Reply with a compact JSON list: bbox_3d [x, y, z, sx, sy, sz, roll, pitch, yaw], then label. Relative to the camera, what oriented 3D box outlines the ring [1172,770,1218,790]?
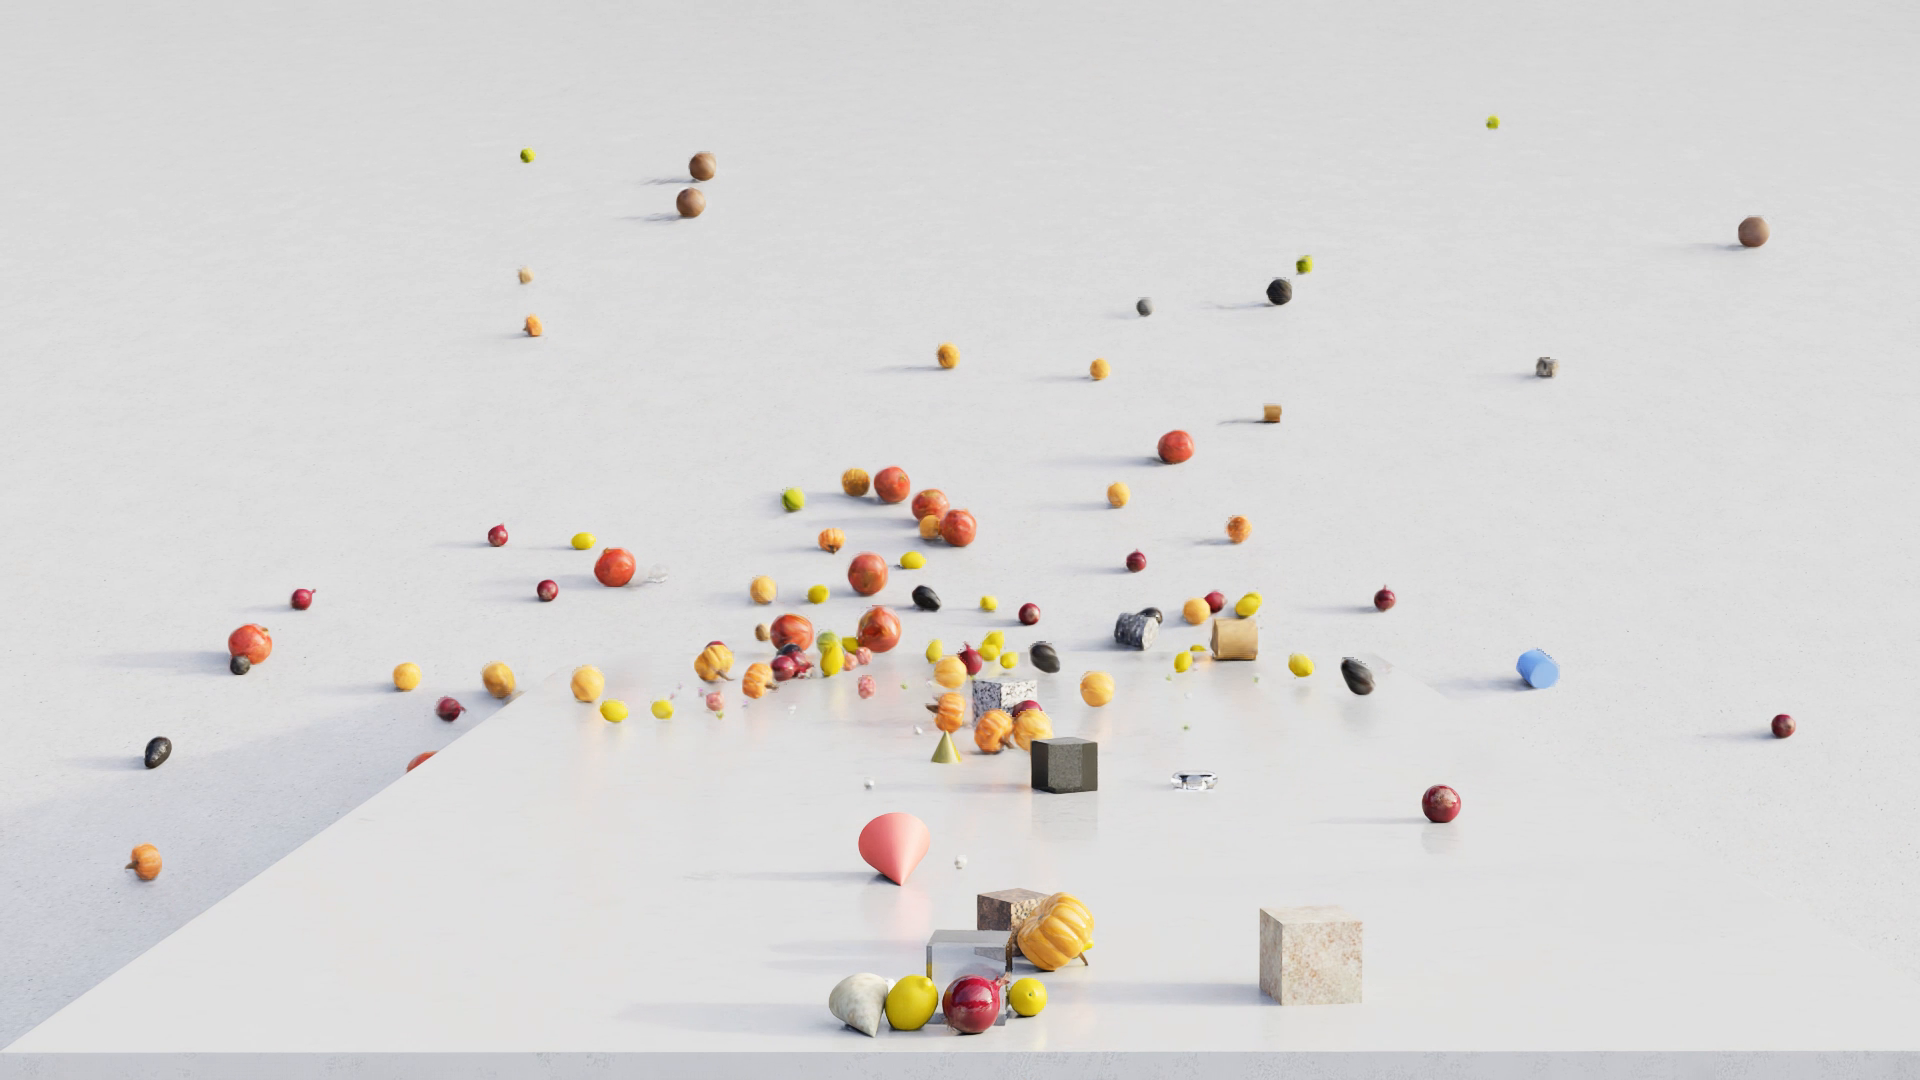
[{"bbox_3d":[0.388,0.397,4.252,0.078,0.026,0.078,-1,3,0],"label":"ring"}]

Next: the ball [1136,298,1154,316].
[{"bbox_3d":[0.701,-0.879,9.712,0.068,0.068,0.068,0,21,0],"label":"ball"}]

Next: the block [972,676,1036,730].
[{"bbox_3d":[0.088,0.320,5.053,0.090,0.090,0.090,-3,4,-39],"label":"block"}]

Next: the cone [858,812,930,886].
[{"bbox_3d":[-0.083,0.433,3.432,0.098,0.098,0.098,-2,30,-6],"label":"cone"}]

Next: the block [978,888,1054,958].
[{"bbox_3d":[0.065,0.446,2.999,0.064,0.064,0.064,-2,4,-38],"label":"block"}]

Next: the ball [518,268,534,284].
[{"bbox_3d":[-1.713,-1.044,10.146,0.063,0.063,0.063,0,21,0],"label":"ball"}]

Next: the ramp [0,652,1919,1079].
[{"bbox_3d":[0.049,0.444,4.532,2.000,0.100,4.000,0,3,0],"label":"ramp"}]

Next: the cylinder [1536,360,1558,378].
[{"bbox_3d":[2.055,-0.601,9.001,0.059,0.059,0.059,11,24,26],"label":"cylinder"}]

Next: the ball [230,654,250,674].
[{"bbox_3d":[-1.856,0.321,6.625,0.052,0.052,0.052,0,21,0],"label":"ball"}]

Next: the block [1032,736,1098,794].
[{"bbox_3d":[0.172,0.371,4.229,0.080,0.080,0.080,-2,4,-29],"label":"block"}]

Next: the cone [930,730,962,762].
[{"bbox_3d":[-0.025,0.364,4.566,0.057,0.057,0.057,0,3,0],"label":"cone"}]

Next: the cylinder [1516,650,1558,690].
[{"bbox_3d":[1.474,0.331,6.562,0.077,0.077,0.077,-6,23,-15],"label":"cylinder"}]

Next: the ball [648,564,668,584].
[{"bbox_3d":[-0.847,0.095,7.204,0.056,0.056,0.056,0,21,0],"label":"ball"}]

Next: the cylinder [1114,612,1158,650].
[{"bbox_3d":[0.466,0.239,6.793,0.084,0.084,0.084,13,24,29],"label":"cylinder"}]

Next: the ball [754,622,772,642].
[{"bbox_3d":[-0.522,0.245,6.824,0.051,0.051,0.051,0,21,0],"label":"ball"}]

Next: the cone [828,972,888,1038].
[{"bbox_3d":[-0.095,0.485,2.611,0.064,0.064,0.064,-6,31,-15],"label":"cone"}]

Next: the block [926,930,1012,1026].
[{"bbox_3d":[0.010,0.455,2.677,0.082,0.082,0.082,0,3,6],"label":"block"}]

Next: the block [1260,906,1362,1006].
[{"bbox_3d":[0.377,0.447,2.768,0.088,0.088,0.088,-1,3,-9],"label":"block"}]

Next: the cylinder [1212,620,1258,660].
[{"bbox_3d":[0.678,0.246,6.332,0.098,0.098,0.098,0,21,-3],"label":"cylinder"}]

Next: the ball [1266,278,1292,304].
[{"bbox_3d":[1.226,-0.951,9.854,0.099,0.099,0.099,0,21,0],"label":"ball"}]
